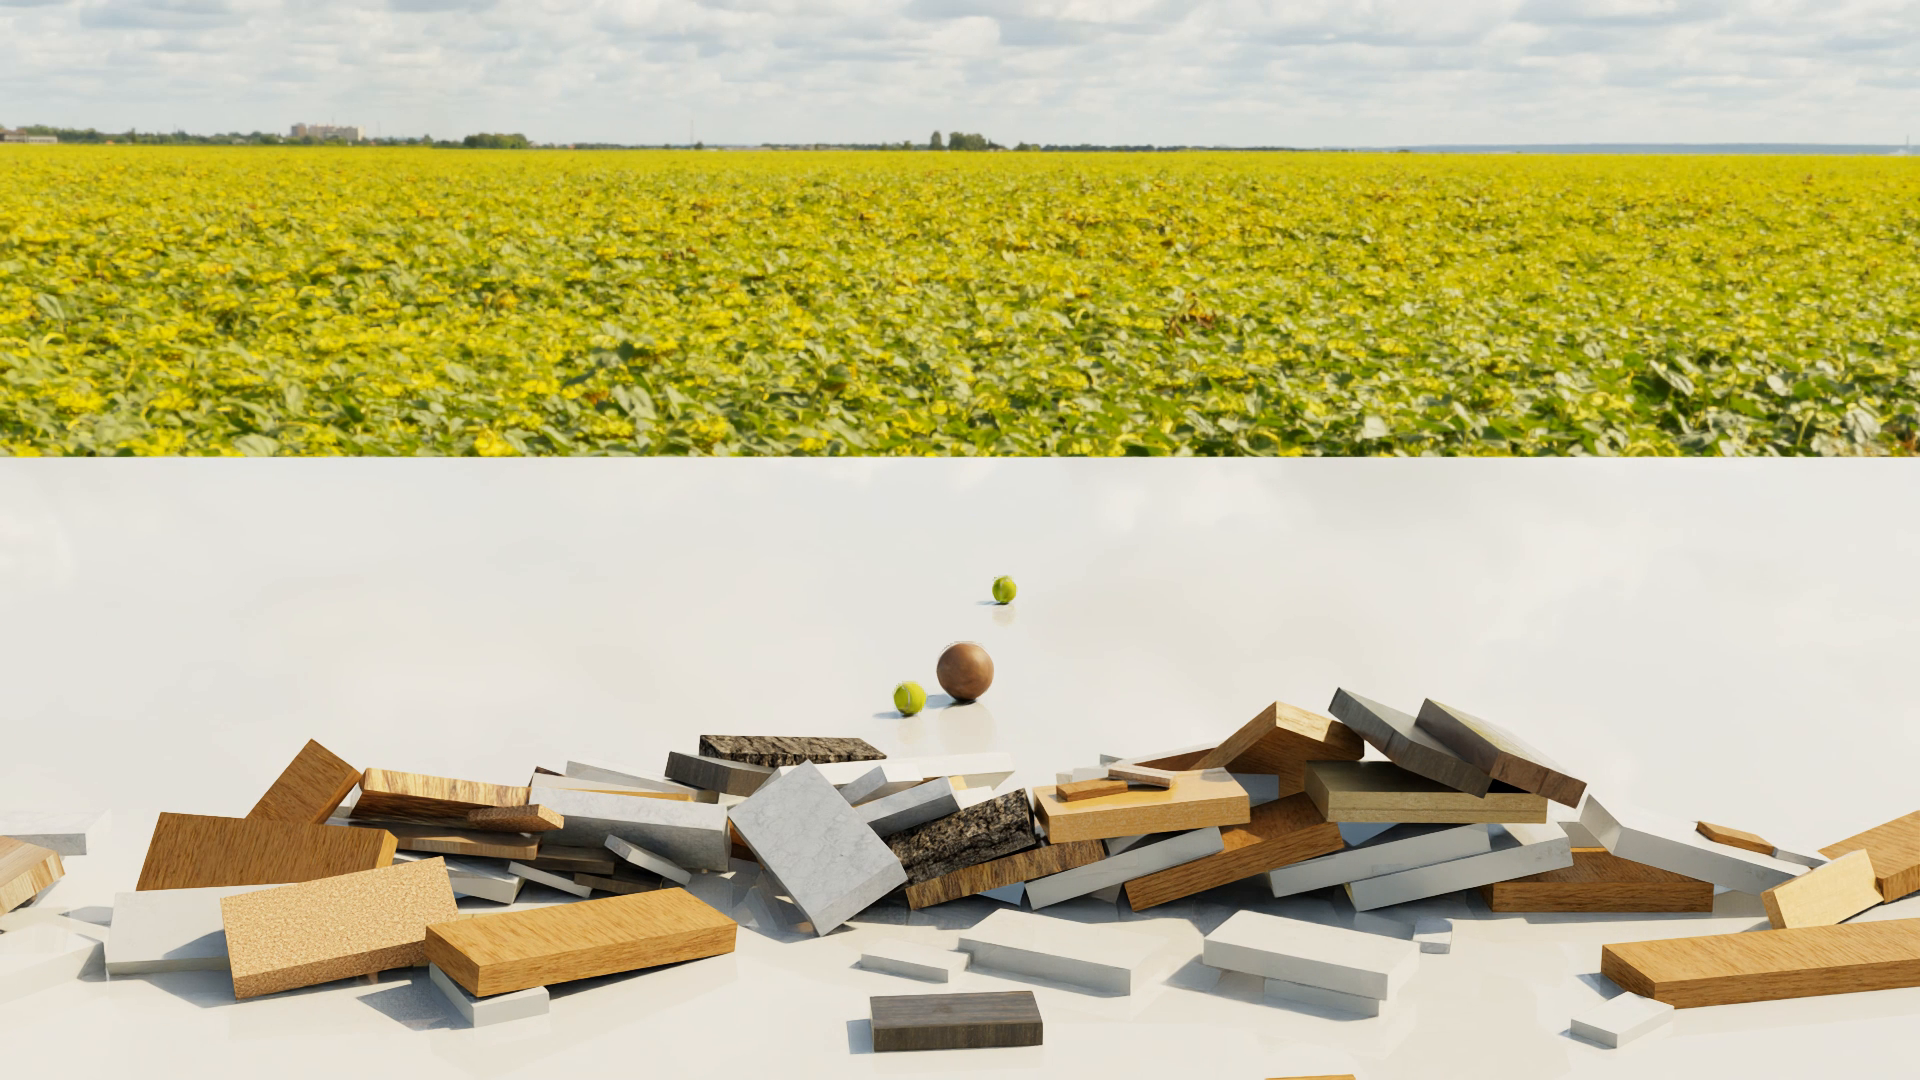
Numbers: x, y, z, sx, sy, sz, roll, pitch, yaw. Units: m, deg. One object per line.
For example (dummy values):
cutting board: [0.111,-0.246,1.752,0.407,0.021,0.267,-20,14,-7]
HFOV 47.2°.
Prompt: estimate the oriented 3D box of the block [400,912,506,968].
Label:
block: [-0.770,0.619,3.416,0.250,0.035,0.125,-1,11,-8]

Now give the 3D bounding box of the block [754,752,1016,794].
block: [-0.140,0.445,3.955,0.500,0.041,0.143,0,-33,-37]

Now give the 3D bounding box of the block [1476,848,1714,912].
block: [1.046,0.565,3.664,0.358,0.051,0.179,0,11,0]

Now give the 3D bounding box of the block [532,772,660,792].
block: [-0.639,0.460,3.862,0.222,0.031,0.111,9,-29,-5]

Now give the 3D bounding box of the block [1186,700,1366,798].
block: [0.525,0.402,3.812,0.176,0.050,0.352,20,-38,-19]

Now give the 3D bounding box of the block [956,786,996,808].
block: [-0.049,0.485,3.882,0.116,0.033,0.232,-36,-21,31]

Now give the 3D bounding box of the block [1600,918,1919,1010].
block: [1.351,0.631,3.328,0.748,0.044,0.154,-2,11,-12]

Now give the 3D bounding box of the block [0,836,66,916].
block: [-1.571,0.570,3.424,0.152,0.043,0.303,7,29,32]

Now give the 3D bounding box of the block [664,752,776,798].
block: [-0.362,0.444,4.035,0.166,0.047,0.332,9,-5,41]

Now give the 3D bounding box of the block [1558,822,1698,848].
block: [1.113,0.514,3.824,0.309,0.044,0.154,0,-9,0]

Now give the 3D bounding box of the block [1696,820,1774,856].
block: [1.292,0.497,3.665,0.113,0.016,0.057,14,10,-14]

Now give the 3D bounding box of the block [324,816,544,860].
block: [-0.876,0.494,3.644,0.356,0.020,0.071,5,11,-1]

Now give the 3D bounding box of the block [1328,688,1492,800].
block: [0.742,0.333,3.641,0.160,0.045,0.320,22,7,-15]

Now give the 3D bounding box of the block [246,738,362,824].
block: [-1.117,0.471,3.610,0.111,0.289,0.031,27,-19,29]

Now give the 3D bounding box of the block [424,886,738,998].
block: [-0.568,0.603,3.323,0.442,0.047,0.166,-2,14,-40]

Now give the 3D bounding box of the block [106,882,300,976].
block: [-1.113,0.593,3.369,0.354,0.035,0.125,-2,48,-9]

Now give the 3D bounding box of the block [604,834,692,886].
block: [-0.522,0.536,3.686,0.071,0.020,0.142,22,-8,46]

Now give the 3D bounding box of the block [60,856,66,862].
block: [-1.758,0.537,3.615,0.514,0.038,0.135,-1,11,-7]

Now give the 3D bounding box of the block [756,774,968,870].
block: [-0.170,0.494,3.856,0.382,0.033,0.116,-12,-22,-35]

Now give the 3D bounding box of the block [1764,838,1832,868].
block: [1.401,0.527,3.680,0.113,0.016,0.057,15,9,-14]

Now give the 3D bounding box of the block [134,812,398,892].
block: [-1.115,0.536,3.523,0.403,0.166,0.047,2,-27,13]

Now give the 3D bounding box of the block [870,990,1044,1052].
block: [-0.007,0.678,3.103,0.235,0.033,0.117,-1,11,-5]

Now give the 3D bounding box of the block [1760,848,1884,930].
block: [1.384,0.572,3.524,0.303,0.087,0.025,-9,-11,-41]

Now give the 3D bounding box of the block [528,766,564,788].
block: [-0.722,0.479,4.000,0.194,0.097,0.027,10,-17,43]

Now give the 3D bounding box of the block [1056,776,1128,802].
block: [0.217,0.409,3.619,0.105,0.015,0.053,-7,11,-17]

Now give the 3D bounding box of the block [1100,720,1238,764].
block: [0.435,0.429,4.413,0.160,0.045,0.320,8,13,36]

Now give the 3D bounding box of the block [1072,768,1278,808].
block: [0.375,0.474,3.837,0.352,0.176,0.050,1,50,7]

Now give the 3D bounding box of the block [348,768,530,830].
block: [-0.870,0.440,3.673,0.270,0.038,0.135,11,-31,-22]

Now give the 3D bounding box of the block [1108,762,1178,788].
block: [0.303,0.390,3.645,0.105,0.015,0.053,7,8,19]

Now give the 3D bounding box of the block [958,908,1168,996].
block: [0.157,0.627,3.359,0.286,0.041,0.143,5,12,27]

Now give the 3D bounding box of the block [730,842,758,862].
block: [-0.326,0.533,3.907,0.088,0.025,0.176,6,12,31]

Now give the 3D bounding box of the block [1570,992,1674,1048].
block: [0.941,0.681,3.123,0.148,0.021,0.074,-9,14,-41]

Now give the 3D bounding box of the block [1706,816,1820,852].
block: [1.398,0.538,3.864,0.110,0.031,0.220,-6,12,-29]

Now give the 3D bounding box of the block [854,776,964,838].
block: [-0.120,0.483,3.722,0.250,0.125,0.035,-19,54,3]

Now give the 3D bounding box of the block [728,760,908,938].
block: [-0.238,0.500,3.607,0.167,0.047,0.333,-32,36,-14]

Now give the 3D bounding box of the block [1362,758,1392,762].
block: [0.791,0.425,4.007,0.407,0.043,0.153,3,-4,-2]
